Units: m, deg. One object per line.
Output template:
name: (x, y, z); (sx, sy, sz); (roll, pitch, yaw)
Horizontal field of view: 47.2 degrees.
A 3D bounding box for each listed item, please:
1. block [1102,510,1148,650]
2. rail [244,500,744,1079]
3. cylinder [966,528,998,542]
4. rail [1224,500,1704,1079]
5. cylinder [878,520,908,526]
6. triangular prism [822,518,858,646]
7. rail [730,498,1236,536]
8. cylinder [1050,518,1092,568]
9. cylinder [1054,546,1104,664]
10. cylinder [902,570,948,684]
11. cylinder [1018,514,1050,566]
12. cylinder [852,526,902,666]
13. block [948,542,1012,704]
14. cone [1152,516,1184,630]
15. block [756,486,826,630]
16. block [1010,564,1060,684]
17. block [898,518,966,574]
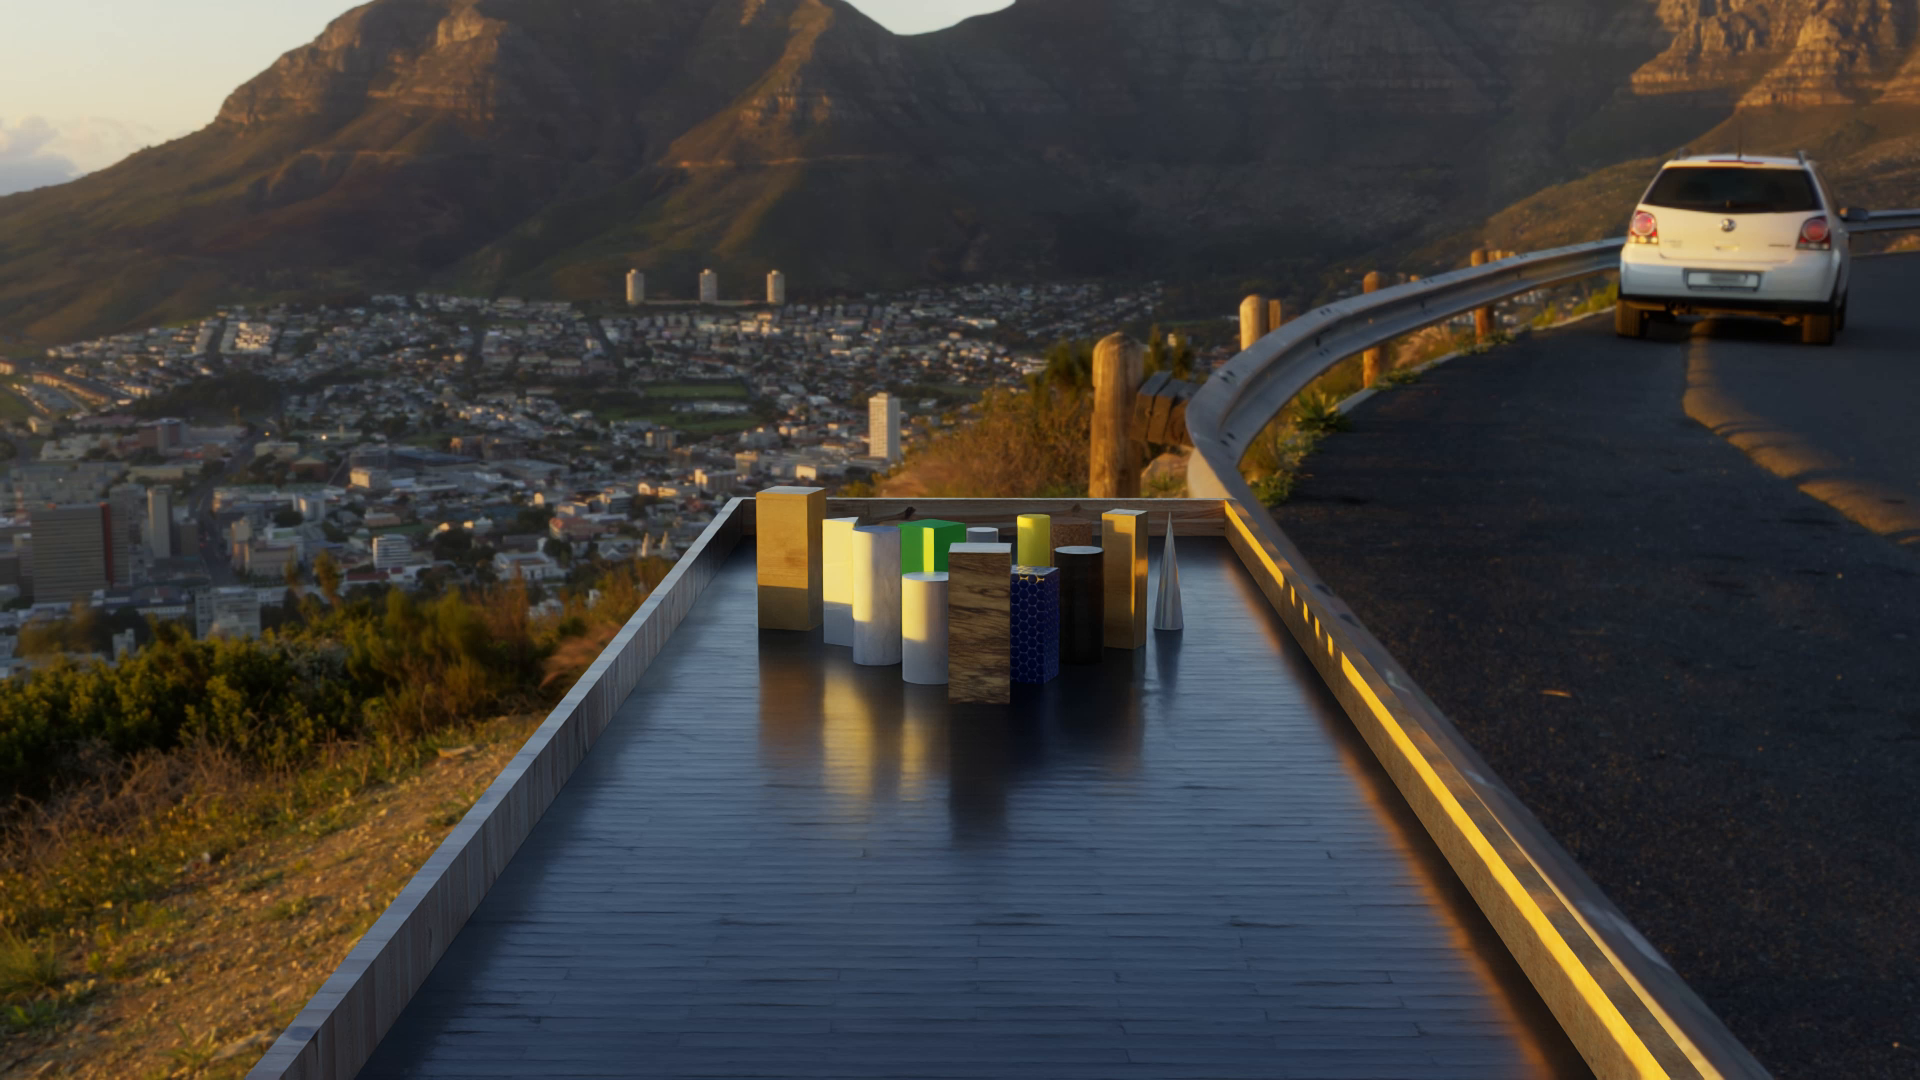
block: (0.516, 0.121, 6.898); (0.111, 0.421, 0.111); (4, 10, 25)
rail: (-1.004, 0.839, 3.234); (0.050, 0.150, 12.000); (0, 9, 1)
cylinder: (0.073, 0.125, 7.190); (0.105, 0.323, 0.105); (0, 9, 0)
rail: (1.046, 0.843, 3.208); (0.050, 0.150, 12.000); (0, 9, 1)
cylinder: (-0.210, 0.114, 7.192); (0.114, 0.344, 0.114); (0, 9, 0)
triangular prism: (-0.351, 0.129, 6.940); (0.122, 0.394, 0.106); (6, 11, 33)
rail: (0.099, -0.098, 9.147); (2.100, 0.150, 0.050); (0, 9, 1)
cylinder: (0.349, 0.108, 7.217); (0.164, 0.347, 0.164); (0, 9, 0)
cylinder: (0.362, 0.197, 6.685); (0.153, 0.339, 0.153); (0, 9, 0)
cylinder: (-0.084, 0.255, 6.430); (0.171, 0.304, 0.171); (0, 9, 0)
cylinder: (0.231, 0.127, 6.907); (0.103, 0.407, 0.103); (0, 9, 0)
cylinder: (-0.252, 0.166, 6.665); (0.149, 0.405, 0.149); (0, 9, 0)
block: (0.057, 0.232, 6.177); (0.170, 0.428, 0.170); (0, 9, 3)
cone: (0.683, 0.091, 7.182); (0.103, 0.393, 0.103); (0, 9, 0)
block: (-0.551, 0.058, 7.218); (0.176, 0.447, 0.176); (3, 9, 17)
block: (0.201, 0.246, 6.436); (0.142, 0.320, 0.142); (3, 10, 21)
block: (-0.089, 0.136, 6.941); (0.151, 0.380, 0.151); (8, 12, 41)
